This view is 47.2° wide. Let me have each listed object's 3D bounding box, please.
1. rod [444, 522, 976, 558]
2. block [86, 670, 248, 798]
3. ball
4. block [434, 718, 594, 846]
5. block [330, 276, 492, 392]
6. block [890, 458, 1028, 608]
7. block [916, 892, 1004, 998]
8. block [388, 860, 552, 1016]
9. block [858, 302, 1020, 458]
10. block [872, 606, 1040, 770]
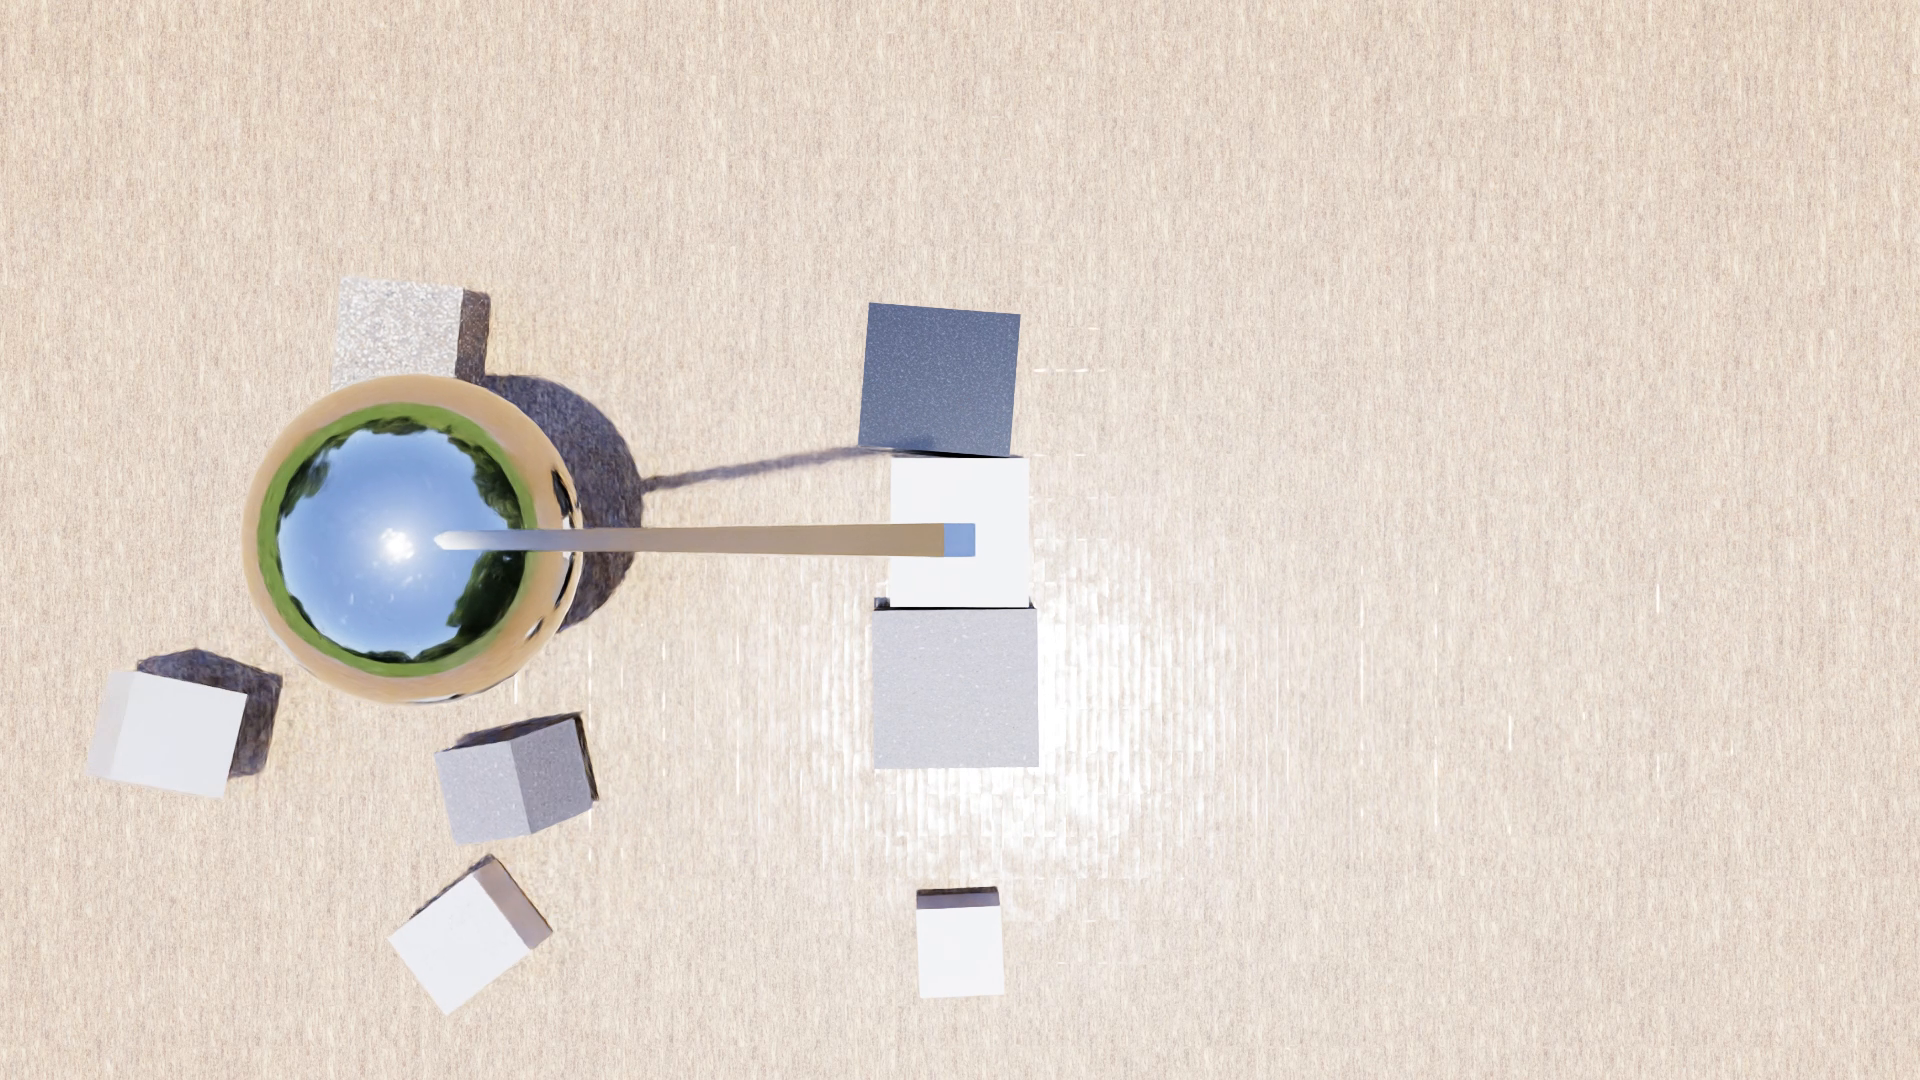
[{"bbox_3d":[-1.129,0.000,7.462,0.080,5.200,0.080,0,90,-26],"label":"rod"},{"bbox_3d":[-4.467,1.088,12.366,0.612,0.688,0.592,16,79,-30],"label":"block"},{"bbox_3d":[-2.606,0.000,10.525,1.600,1.600,1.600,0,90,0],"label":"ball"},{"bbox_3d":[-2.550,1.381,12.594,0.540,0.615,0.539,-11,93,26],"label":"block"},{"bbox_3d":[-3.149,-1.079,12.642,0.684,0.709,0.737,6,90,1],"label":"block"},{"bbox_3d":[-0.001,-0.041,12.664,0.773,0.672,0.832,0,90,0],"label":"block"},{"bbox_3d":[0.002,2.344,12.753,0.480,0.495,0.501,-3,90,0],"label":"block"},{"bbox_3d":[-2.823,2.291,12.716,0.613,0.517,0.555,-38,88,3],"label":"block"},{"bbox_3d":[-0.115,-0.894,12.628,0.850,0.743,0.799,4,90,0],"label":"block"},{"bbox_3d":[-0.024,0.831,12.617,0.923,0.767,0.881,-1,90,0],"label":"block"}]
